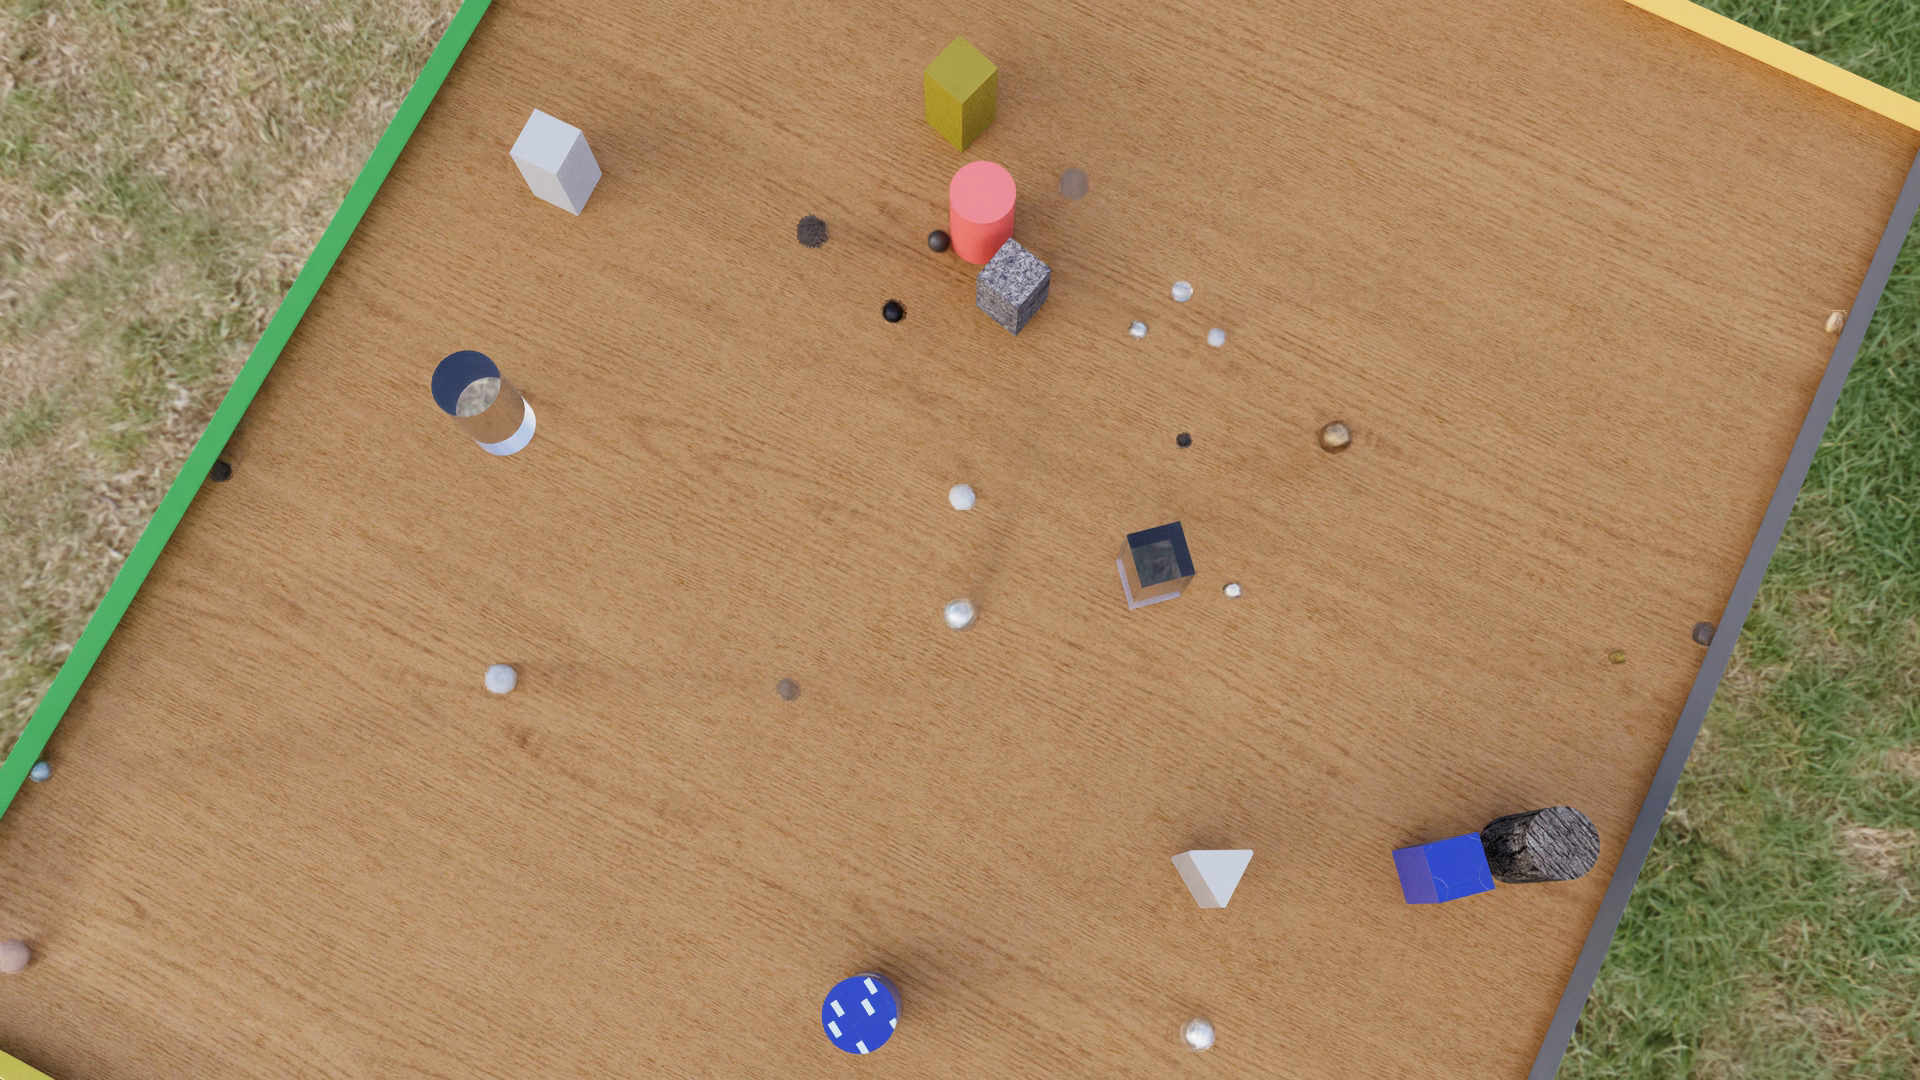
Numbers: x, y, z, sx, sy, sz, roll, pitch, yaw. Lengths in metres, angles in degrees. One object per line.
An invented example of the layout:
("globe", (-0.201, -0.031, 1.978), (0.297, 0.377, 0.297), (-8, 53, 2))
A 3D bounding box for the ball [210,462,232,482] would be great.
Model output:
("ball", (-2.270, -0.212, 5.629), (0.062, 0.062, 0.062), (0, 78, 0))

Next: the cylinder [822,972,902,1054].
("cylinder", (-0.268, 1.311, 5.102), (0.200, 0.477, 0.200), (0, 78, 0))

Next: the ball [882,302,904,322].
("ball", (-0.210, -0.713, 5.730), (0.067, 0.067, 0.067), (0, 78, 0))

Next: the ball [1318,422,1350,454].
("ball", (1.150, -0.314, 5.631), (0.099, 0.099, 0.099), (0, 78, 0))

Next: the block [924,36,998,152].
("block", (0.003, -1.387, 5.718), (0.160, 0.363, 0.160), (43, 81, 8))

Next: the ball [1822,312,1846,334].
("ball", (2.732, -0.679, 5.722), (0.068, 0.068, 0.068), (0, 78, 0))

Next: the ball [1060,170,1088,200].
("ball", (0.359, -1.124, 5.804), (0.089, 0.089, 0.089), (0, 78, 0))

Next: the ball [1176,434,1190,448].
("ball", (0.688, -0.308, 5.659), (0.043, 0.043, 0.043), (0, 78, 0))

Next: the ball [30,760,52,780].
("ball", (-2.731, 0.686, 5.444), (0.059, 0.059, 0.059), (0, 78, 0))

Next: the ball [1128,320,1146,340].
("ball", (0.552, -0.656, 5.722), (0.060, 0.060, 0.060), (0, 78, 0))

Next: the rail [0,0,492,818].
("rail", (-1.943, -0.944, 5.745), (0.045, 0.130, 5.206), (26, 80, 5))

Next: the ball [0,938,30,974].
("ball", (-2.753, 1.207, 5.317), (0.097, 0.097, 0.097), (0, 78, 0))

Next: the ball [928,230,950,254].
("ball", (-0.066, -0.940, 5.775), (0.071, 0.071, 0.071), (0, 78, 0))

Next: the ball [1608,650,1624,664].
("ball", (1.978, 0.353, 5.522), (0.042, 0.042, 0.042), (0, 78, 0))

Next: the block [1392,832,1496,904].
("block", (1.374, 0.939, 5.229), (0.160, 0.378, 0.160), (-14, 79, -3))

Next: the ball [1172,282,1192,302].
("ball", (0.697, -0.778, 5.746), (0.063, 0.063, 0.063), (0, 78, 0))

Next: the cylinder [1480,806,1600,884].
("cylinder", (1.634, 0.869, 5.195), (0.200, 0.474, 0.200), (0, 78, 0))

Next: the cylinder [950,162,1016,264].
("cylinder", (0.068, -1.004, 5.647), (0.200, 0.347, 0.200), (0, 78, 0))

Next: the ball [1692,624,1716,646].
("ball", (2.243, 0.287, 5.524), (0.064, 0.064, 0.064), (0, 78, 0))

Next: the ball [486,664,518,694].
("ball", (-1.371, 0.416, 5.485), (0.089, 0.089, 0.089), (0, 78, 0))

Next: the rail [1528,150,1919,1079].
("rail", (1.943, 0.958, 5.351), (0.045, 0.130, 5.206), (26, 80, 5))

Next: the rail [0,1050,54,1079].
("rail", (-1.153, 2.266, 5.080), (4.391, 0.130, 0.045), (26, 80, 5))

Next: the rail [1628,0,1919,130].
("rail", (1.153, -2.252, 6.016), (4.391, 0.130, 0.045), (26, 80, 5))

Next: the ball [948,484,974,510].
("ball", (0.005, -0.134, 5.604), (0.078, 0.078, 0.078), (0, 78, 0))

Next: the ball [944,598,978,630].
("ball", (0.002, 0.222, 5.520), (0.100, 0.100, 0.100), (0, 78, 0))

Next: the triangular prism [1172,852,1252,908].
("triangular prism", (0.733, 0.930, 5.197), (0.150, 0.445, 0.173), (-30, 80, -6))

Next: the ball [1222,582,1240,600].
("ball", (0.823, 0.156, 5.555), (0.057, 0.057, 0.057), (0, 78, 0))

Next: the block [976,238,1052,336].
("block", (0.163, -0.776, 5.637), (0.160, 0.275, 0.160), (39, 81, 7))

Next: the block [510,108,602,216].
("block", (-1.250, -1.168, 5.689), (0.160, 0.331, 0.160), (26, 79, 5))

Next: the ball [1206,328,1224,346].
("ball", (0.798, -0.633, 5.719), (0.057, 0.057, 0.057), (0, 78, 0))

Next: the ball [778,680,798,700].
("ball", (-0.515, 0.452, 5.492), (0.060, 0.060, 0.060), (0, 78, 0))

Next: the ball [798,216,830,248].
("ball", (-0.460, -0.968, 5.767), (0.097, 0.097, 0.097), (0, 78, 0))

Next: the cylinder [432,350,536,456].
("cylinder", (-1.417, -0.404, 5.474), (0.200, 0.443, 0.200), (0, 78, 0))

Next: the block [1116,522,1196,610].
("block", (0.573, 0.079, 5.408), (0.160, 0.377, 0.160), (-14, 79, -3))

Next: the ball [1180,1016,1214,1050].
("ball", (0.681, 1.421, 5.274), (0.094, 0.094, 0.094), (0, 78, 0))
